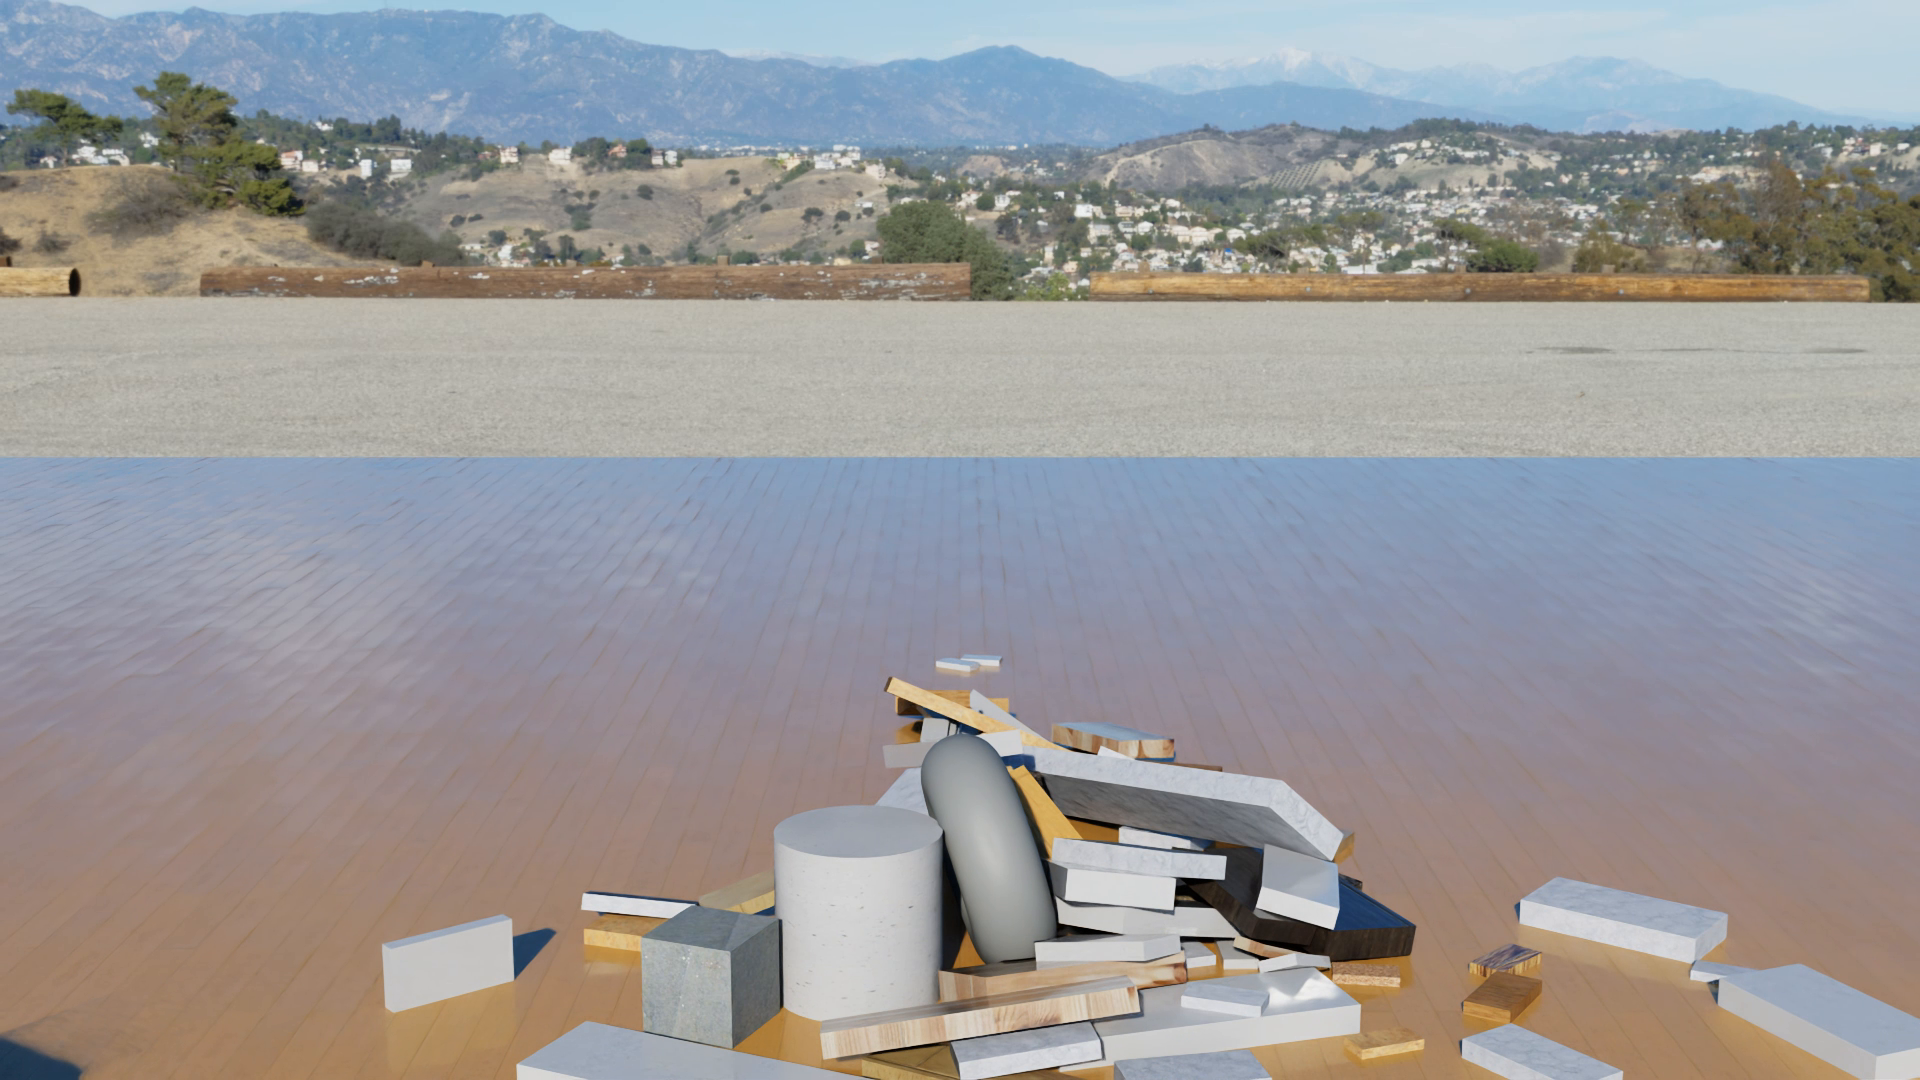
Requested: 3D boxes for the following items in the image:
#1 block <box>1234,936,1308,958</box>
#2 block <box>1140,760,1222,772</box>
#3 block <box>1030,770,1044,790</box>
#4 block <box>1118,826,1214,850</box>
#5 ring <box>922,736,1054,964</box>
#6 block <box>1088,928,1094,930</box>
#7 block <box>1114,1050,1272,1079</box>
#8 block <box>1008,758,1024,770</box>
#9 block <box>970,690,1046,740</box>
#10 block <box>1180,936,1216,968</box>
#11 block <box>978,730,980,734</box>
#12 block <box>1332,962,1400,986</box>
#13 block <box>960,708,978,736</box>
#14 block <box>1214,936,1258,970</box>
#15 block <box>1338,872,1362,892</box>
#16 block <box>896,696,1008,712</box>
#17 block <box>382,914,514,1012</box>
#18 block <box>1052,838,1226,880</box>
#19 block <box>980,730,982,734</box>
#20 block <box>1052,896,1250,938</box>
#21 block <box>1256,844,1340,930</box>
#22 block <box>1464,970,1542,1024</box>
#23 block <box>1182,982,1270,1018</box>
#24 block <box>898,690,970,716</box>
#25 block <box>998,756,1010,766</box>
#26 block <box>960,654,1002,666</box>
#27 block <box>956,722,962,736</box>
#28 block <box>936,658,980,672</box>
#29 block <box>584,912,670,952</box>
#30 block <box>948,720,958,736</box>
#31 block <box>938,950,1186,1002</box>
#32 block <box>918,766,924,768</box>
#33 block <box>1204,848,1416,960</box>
[{"bbox_3d":[0.477,0.622,3.326,0.121,0.017,0.060,19,-6,-38],"label":"block"},{"bbox_3d":[0.369,0.463,4.253,0.258,0.037,0.129,3,11,15],"label":"block"},{"bbox_3d":[0.089,0.501,3.710,0.135,0.038,0.269,-2,39,-9],"label":"block"},{"bbox_3d":[0.403,0.513,3.981,0.135,0.038,0.269,5,12,27],"label":"block"},{"bbox_3d":[0.043,0.477,3.343,0.126,0.378,0.378,-18,13,-6],"label":"ring"},{"bbox_3d":[0.256,0.600,3.560,0.139,0.020,0.069,-5,11,-23],"label":"block"},{"bbox_3d":[0.308,0.715,2.921,0.189,0.027,0.094,-2,11,-11],"label":"block"},{"bbox_3d":[0.059,0.486,3.787,0.135,0.038,0.269,-1,38,-8],"label":"block"},{"bbox_3d":[0.109,0.381,4.485,0.118,0.033,0.236,36,-3,-28],"label":"block"},{"bbox_3d":[0.349,0.633,3.397,0.053,0.015,0.106,-3,11,-18],"label":"block"},{"bbox_3d":[-0.008,0.377,4.520,0.112,0.032,0.224,1,-3,0],"label":"block"},{"bbox_3d":[0.609,0.652,3.299,0.099,0.014,0.049,2,11,8],"label":"block"},{"bbox_3d":[-0.018,0.385,4.179,0.100,0.028,0.201,2,28,2],"label":"block"},{"bbox_3d":[0.425,0.634,3.389,0.053,0.015,0.106,0,11,-2],"label":"block"},{"bbox_3d":[0.596,0.582,3.654,0.139,0.020,0.069,-8,15,-38],"label":"block"},{"bbox_3d":[-0.018,0.353,4.690,0.118,0.033,0.236,4,-5,-40],"label":"block"},{"bbox_3d":[-0.751,0.622,3.234,0.194,0.097,0.027,-9,14,-39],"label":"block"},{"bbox_3d":[0.274,0.491,3.394,0.125,0.035,0.249,11,-8,-41],"label":"block"},{"bbox_3d":[0.141,0.399,4.239,0.201,0.028,0.100,21,-5,-5],"label":"block"},{"bbox_3d":[0.300,0.575,3.365,0.300,0.042,0.150,11,-8,-41],"label":"block"},{"bbox_3d":[0.524,0.535,3.409,0.119,0.034,0.239,15,10,7],"label":"block"},{"bbox_3d":[0.792,0.666,3.206,0.069,0.020,0.139,7,12,32],"label":"block"},{"bbox_3d":[0.373,0.646,3.092,0.113,0.016,0.057,4,11,20],"label":"block"},{"bbox_3d":[-0.054,0.325,4.381,0.118,0.033,0.236,1,-9,-7],"label":"block"},{"bbox_3d":[0.048,0.479,3.670,0.142,0.040,0.283,-7,40,-15],"label":"block"},{"bbox_3d":[0.052,0.287,5.263,0.093,0.013,0.046,2,11,11],"label":"block"},{"bbox_3d":[-0.029,0.353,4.171,0.058,0.016,0.115,2,19,3],"label":"block"},{"bbox_3d":[-0.005,0.295,5.219,0.093,0.013,0.046,6,12,31],"label":"block"},{"bbox_3d":[-0.490,0.618,3.452,0.177,0.025,0.089,4,11,19],"label":"block"},{"bbox_3d":[-0.039,0.367,4.083,0.058,0.016,0.115,3,21,5],"label":"block"},{"bbox_3d":[0.148,0.630,3.176,0.319,0.045,0.159,-2,-6,-25],"label":"block"},{"bbox_3d":[-0.019,0.439,3.933,0.085,0.024,0.170,-3,19,-11],"label":"block"},{"bbox_3d":[0.548,0.573,3.497,0.170,0.048,0.340,2,13,-28],"label":"block"}]
